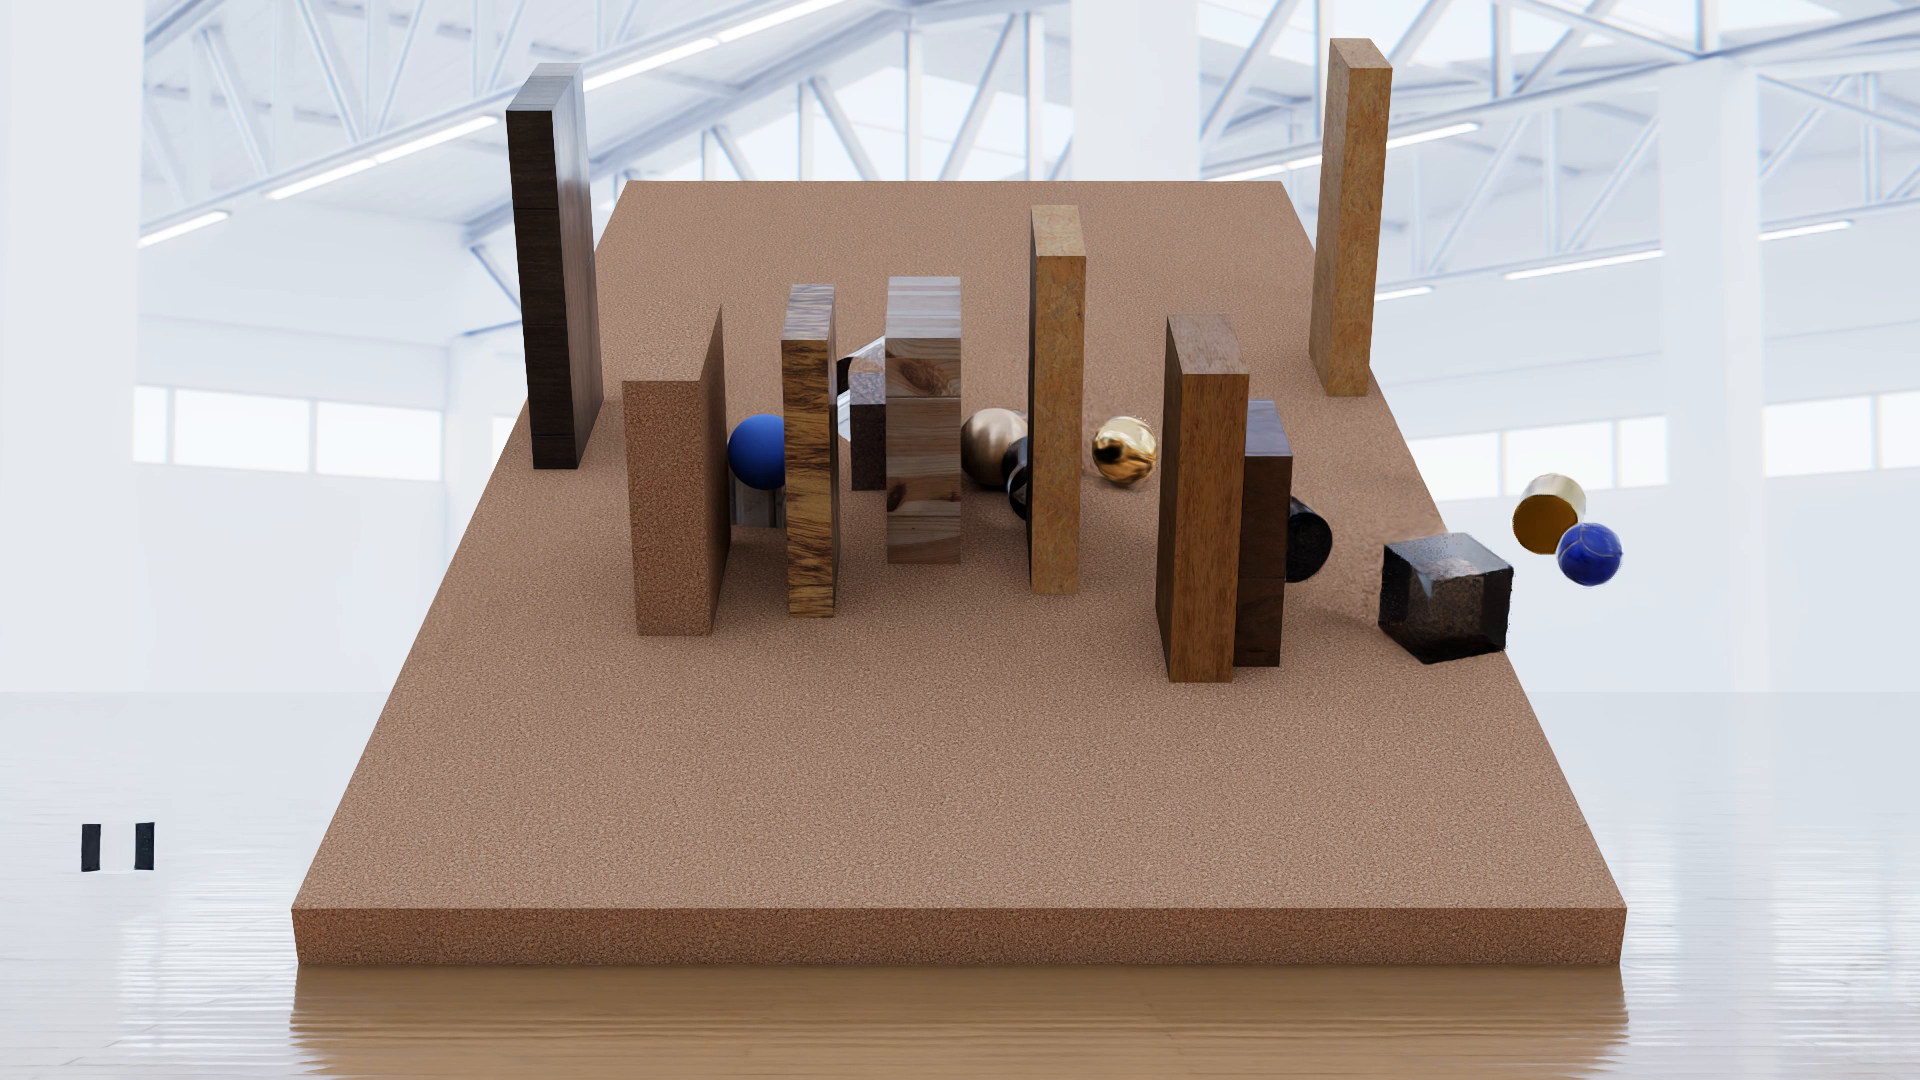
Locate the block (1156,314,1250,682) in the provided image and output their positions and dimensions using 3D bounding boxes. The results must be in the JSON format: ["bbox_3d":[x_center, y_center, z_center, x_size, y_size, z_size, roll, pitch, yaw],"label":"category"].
[{"bbox_3d":[0.428,-0.076,4.167,0.112,0.584,0.310,0,24,0],"label":"block"}]

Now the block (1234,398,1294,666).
[{"bbox_3d":[0.534,-0.016,4.245,0.082,0.410,0.279,0,24,0],"label":"block"}]

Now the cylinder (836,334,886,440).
[{"bbox_3d":[-0.165,-0.340,5.201,0.210,0.210,0.210,-2,20,32],"label":"cylinder"}]

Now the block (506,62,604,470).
[{"bbox_3d":[-0.874,-0.598,5.067,0.094,0.786,0.425,0,24,0],"label":"block"}]

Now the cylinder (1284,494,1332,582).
[{"bbox_3d":[0.626,-0.013,4.557,0.147,0.147,0.147,2,22,-24],"label":"cylinder"}]

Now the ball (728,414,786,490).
[{"bbox_3d":[-0.386,-0.174,4.625,0.151,0.151,0.151,0,-4,0],"label":"ball"}]

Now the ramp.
[{"bbox_3d":[-0.008,-0.229,5.330,2.000,0.100,4.000,0,24,0],"label":"ramp"}]

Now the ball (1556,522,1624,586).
[{"bbox_3d":[1.295,0.029,4.796,0.133,0.133,0.133,0,-4,0],"label":"ball"}]

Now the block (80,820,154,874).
[{"bbox_3d":[-1.909,0.696,5.286,0.110,0.110,0.110,-2,-4,23],"label":"block"}]

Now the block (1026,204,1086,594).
[{"bbox_3d":[0.181,-0.271,4.484,0.090,0.676,0.324,0,24,0],"label":"block"}]

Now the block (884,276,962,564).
[{"bbox_3d":[-0.071,-0.244,4.672,0.144,0.472,0.373,0,24,0],"label":"block"}]

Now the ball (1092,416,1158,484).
[{"bbox_3d":[0.351,-0.192,4.956,0.143,0.143,0.143,0,-4,0],"label":"ball"}]

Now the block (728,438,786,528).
[{"bbox_3d":[-0.417,-0.122,4.799,0.142,0.142,0.142,5,25,10],"label":"block"}]

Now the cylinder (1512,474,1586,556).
[{"bbox_3d":[1.486,-0.065,5.875,0.163,0.163,0.163,-1,19,22],"label":"cylinder"}]

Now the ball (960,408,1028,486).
[{"bbox_3d":[0.074,-0.197,4.938,0.165,0.165,0.165,0,-4,0],"label":"ball"}]

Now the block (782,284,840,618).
[{"bbox_3d":[-0.279,-0.171,4.410,0.082,0.552,0.318,0,24,0],"label":"block"}]

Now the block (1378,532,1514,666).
[{"bbox_3d":[0.888,0.105,4.273,0.168,0.168,0.168,-9,26,-19],"label":"block"}]

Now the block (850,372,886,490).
[{"bbox_3d":[-0.136,-0.235,4.986,0.194,0.194,0.194,-1,24,-1],"label":"block"}]

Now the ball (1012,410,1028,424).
[{"bbox_3d":[0.118,-0.225,5.067,0.111,0.111,0.111,0,-4,0],"label":"ball"}]

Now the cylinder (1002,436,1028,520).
[{"bbox_3d":[0.165,-0.126,4.809,0.143,0.143,0.143,0,24,-5],"label":"cylinder"}]

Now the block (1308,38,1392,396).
[{"bbox_3d":[0.904,-0.750,5.430,0.094,0.772,0.304,0,24,0],"label":"block"}]

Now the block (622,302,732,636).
[{"bbox_3d":[-0.528,-0.142,4.405,0.136,0.502,0.439,0,24,0],"label":"block"}]
